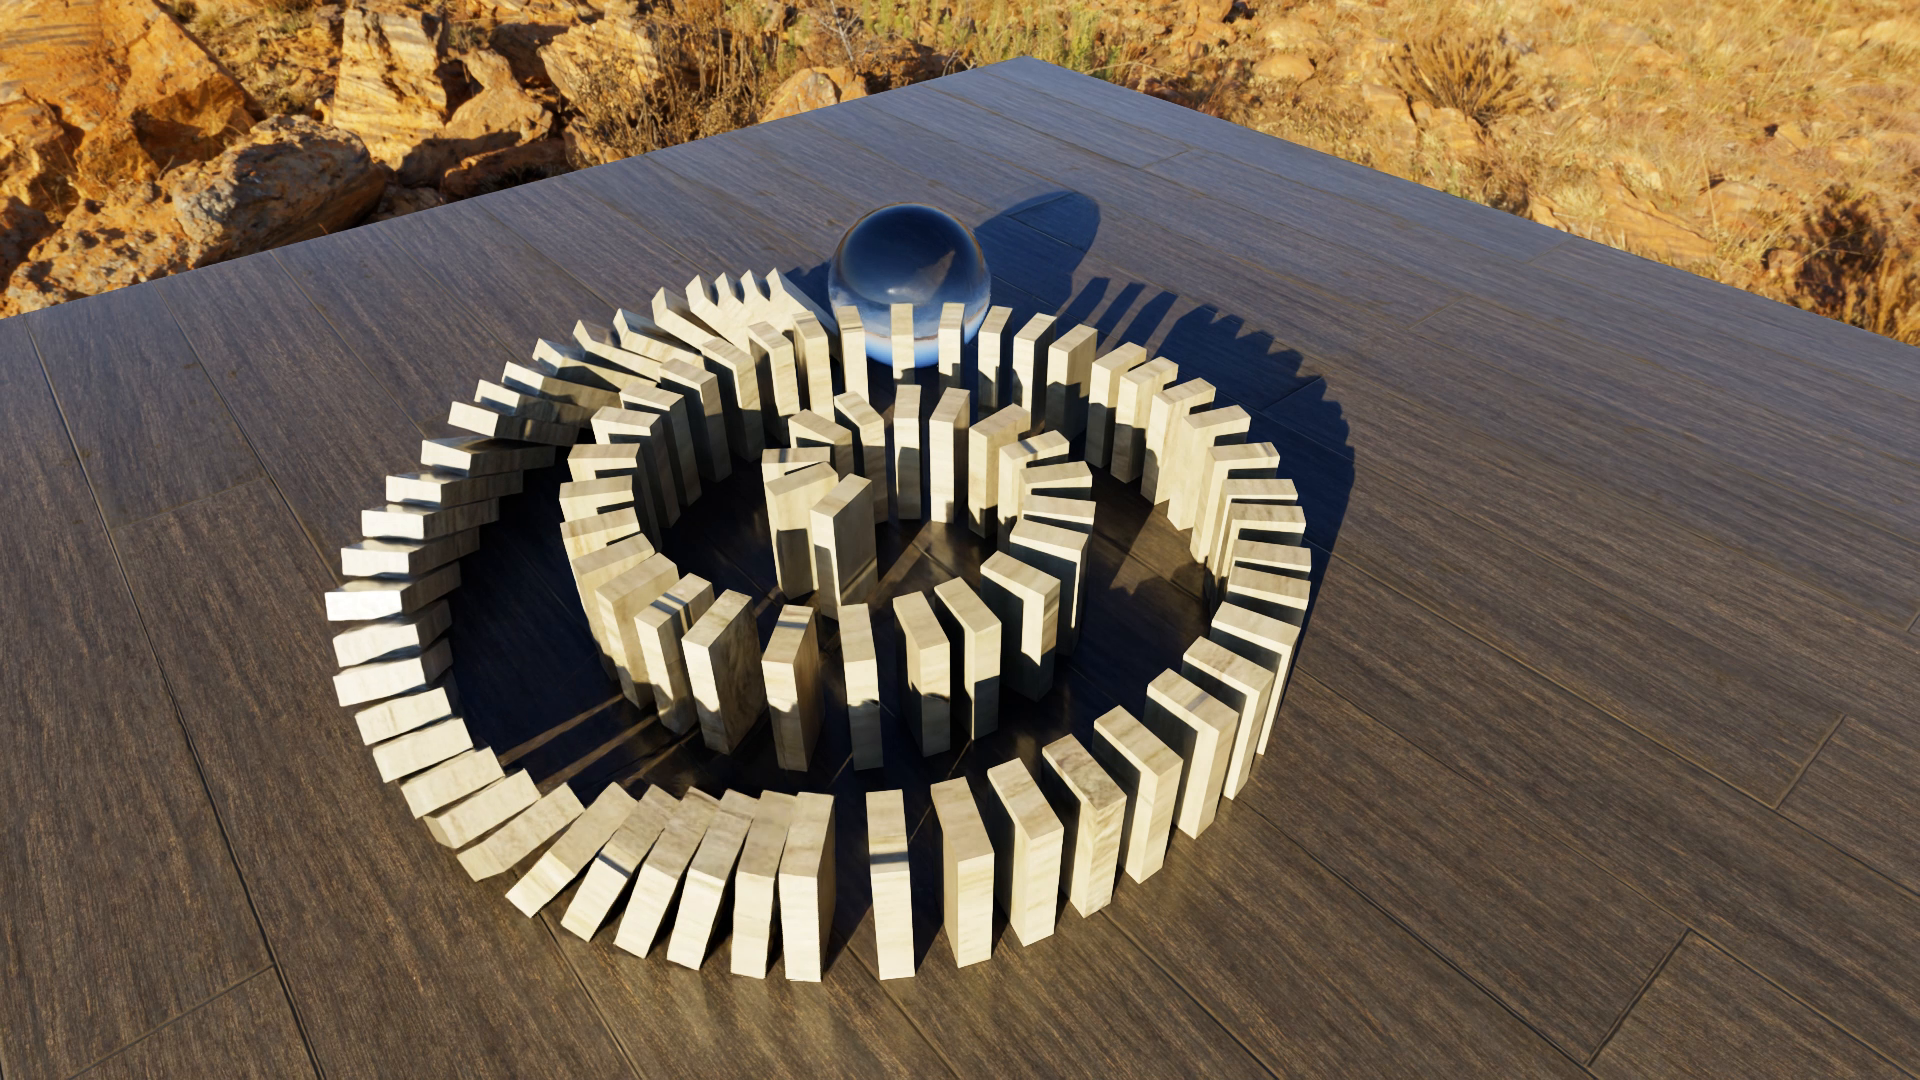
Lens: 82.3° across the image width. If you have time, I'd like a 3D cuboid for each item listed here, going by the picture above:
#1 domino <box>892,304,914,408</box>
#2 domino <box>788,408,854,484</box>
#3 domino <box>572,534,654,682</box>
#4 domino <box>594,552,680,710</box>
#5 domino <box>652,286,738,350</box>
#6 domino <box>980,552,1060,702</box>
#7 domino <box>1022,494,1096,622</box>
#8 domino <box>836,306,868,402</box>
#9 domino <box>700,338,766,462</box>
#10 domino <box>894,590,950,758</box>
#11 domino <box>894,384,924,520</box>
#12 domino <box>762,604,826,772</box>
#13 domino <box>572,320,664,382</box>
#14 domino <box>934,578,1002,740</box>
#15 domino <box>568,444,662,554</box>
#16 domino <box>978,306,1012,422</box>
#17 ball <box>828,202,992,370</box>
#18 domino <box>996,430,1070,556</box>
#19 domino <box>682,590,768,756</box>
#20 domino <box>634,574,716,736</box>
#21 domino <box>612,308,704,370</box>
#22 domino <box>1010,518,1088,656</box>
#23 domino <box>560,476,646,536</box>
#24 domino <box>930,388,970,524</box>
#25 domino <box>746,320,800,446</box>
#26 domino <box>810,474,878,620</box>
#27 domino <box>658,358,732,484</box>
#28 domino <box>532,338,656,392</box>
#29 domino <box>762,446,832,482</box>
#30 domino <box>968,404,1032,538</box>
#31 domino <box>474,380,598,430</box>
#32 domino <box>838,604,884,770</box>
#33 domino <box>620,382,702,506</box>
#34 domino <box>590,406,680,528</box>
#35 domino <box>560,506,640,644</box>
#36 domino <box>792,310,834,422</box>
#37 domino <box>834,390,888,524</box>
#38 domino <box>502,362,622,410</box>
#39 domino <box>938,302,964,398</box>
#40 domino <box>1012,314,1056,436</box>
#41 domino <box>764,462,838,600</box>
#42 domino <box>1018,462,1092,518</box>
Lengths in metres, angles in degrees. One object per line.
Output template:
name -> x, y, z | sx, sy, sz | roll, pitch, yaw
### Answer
domino -> -0.026, -0.081, 0.508 | 0.009, 0.050, 0.025 | -2, 45, -2
domino -> -0.055, -0.025, 0.442 | 0.025, 0.050, 0.009 | 27, 47, 29
domino -> -0.116, 0.024, 0.382 | 0.025, 0.050, 0.009 | -24, 45, -26
domino -> -0.105, 0.031, 0.373 | 0.010, 0.050, 0.025 | 30, 48, 31
domino -> -0.127, -0.104, 0.545 | 0.050, 0.009, 0.025 | 29, 23, -35
domino -> 0.020, 0.030, 0.375 | 0.025, 0.050, 0.009 | 26, 46, 28
domino -> 0.035, 0.007, 0.402 | 0.025, 0.050, 0.009 | 7, 40, 8
domino -> -0.049, -0.080, 0.509 | 0.009, 0.050, 0.025 | -8, 40, -10
domino -> -0.100, -0.062, 0.487 | 0.025, 0.050, 0.009 | 32, 49, 33
domino -> -0.012, 0.044, 0.358 | 0.010, 0.050, 0.025 | -14, 41, -16
domino -> -0.021, -0.036, 0.456 | 0.009, 0.050, 0.025 | 1, 39, 1
domino -> -0.053, 0.048, 0.353 | 0.010, 0.050, 0.025 | 5, 40, 7
domino -> -0.159, -0.089, 0.531 | 0.050, 0.010, 0.025 | 15, 24, -40
domino -> 0.002, 0.040, 0.363 | 0.009, 0.050, 0.025 | -21, 44, -23
domino -> -0.134, -0.014, 0.429 | 0.025, 0.050, 0.009 | -1, 39, -1
domino -> 0.016, -0.079, 0.508 | 0.010, 0.050, 0.025 | 10, 40, 12
ball -> -0.025, -0.124, 0.540 | 0.080, 0.080, 0.080 | 0, 39, 0
domino -> 0.028, -0.017, 0.432 | 0.025, 0.050, 0.009 | -19, 43, -22
domino -> -0.076, 0.044, 0.358 | 0.009, 0.050, 0.025 | 16, 42, 18
domino -> -0.091, 0.038, 0.365 | 0.009, 0.050, 0.025 | 22, 44, 24
domino -> -0.143, -0.096, 0.539 | 0.050, 0.009, 0.025 | 16, 26, -38
domino -> 0.030, 0.017, 0.390 | 0.025, 0.050, 0.009 | 13, 41, 16
domino -> -0.131, 0.000, 0.411 | 0.025, 0.050, 0.009 | -8, 40, -9
domino -> -0.004, -0.035, 0.454 | 0.009, 0.050, 0.025 | 10, 40, 12
domino -> -0.084, -0.071, 0.498 | 0.009, 0.050, 0.025 | -24, 45, -26
domino -> -0.042, 0.003, 0.407 | 0.009, 0.050, 0.025 | 20, 43, 22
domino -> -0.114, -0.051, 0.474 | 0.025, 0.050, 0.009 | 24, 45, 26
domino -> -0.172, -0.080, 0.519 | 0.025, 0.010, 0.050 | 35, 15, 37
domino -> -0.061, -0.012, 0.426 | 0.025, 0.050, 0.009 | -3, 39, -3
domino -> 0.016, -0.028, 0.445 | 0.025, 0.050, 0.010 | -32, 49, -33
domino -> -0.188, -0.060, 0.494 | 0.025, 0.009, 0.050 | 20, 7, 25
domino -> -0.032, 0.048, 0.353 | 0.009, 0.050, 0.025 | -6, 40, -8
domino -> -0.125, -0.040, 0.460 | 0.025, 0.050, 0.009 | 17, 42, 20
domino -> -0.131, -0.029, 0.447 | 0.025, 0.050, 0.009 | 10, 40, 12
domino -> -0.125, 0.013, 0.395 | 0.025, 0.050, 0.009 | -14, 41, -17
domino -> -0.067, -0.076, 0.505 | 0.009, 0.050, 0.025 | -14, 41, -16
domino -> -0.040, -0.033, 0.452 | 0.010, 0.050, 0.025 | -20, 44, -23
domino -> -0.181, -0.069, 0.505 | 0.025, 0.009, 0.050 | 22, 7, 28
domino -> -0.004, -0.082, 0.511 | 0.010, 0.050, 0.025 | 3, 39, 4
domino -> 0.034, -0.075, 0.503 | 0.010, 0.050, 0.025 | 18, 43, 21
domino -> -0.058, -0.003, 0.415 | 0.025, 0.050, 0.009 | -22, 44, -25
domino -> 0.035, -0.005, 0.418 | 0.025, 0.050, 0.010 | -8, 40, -9
